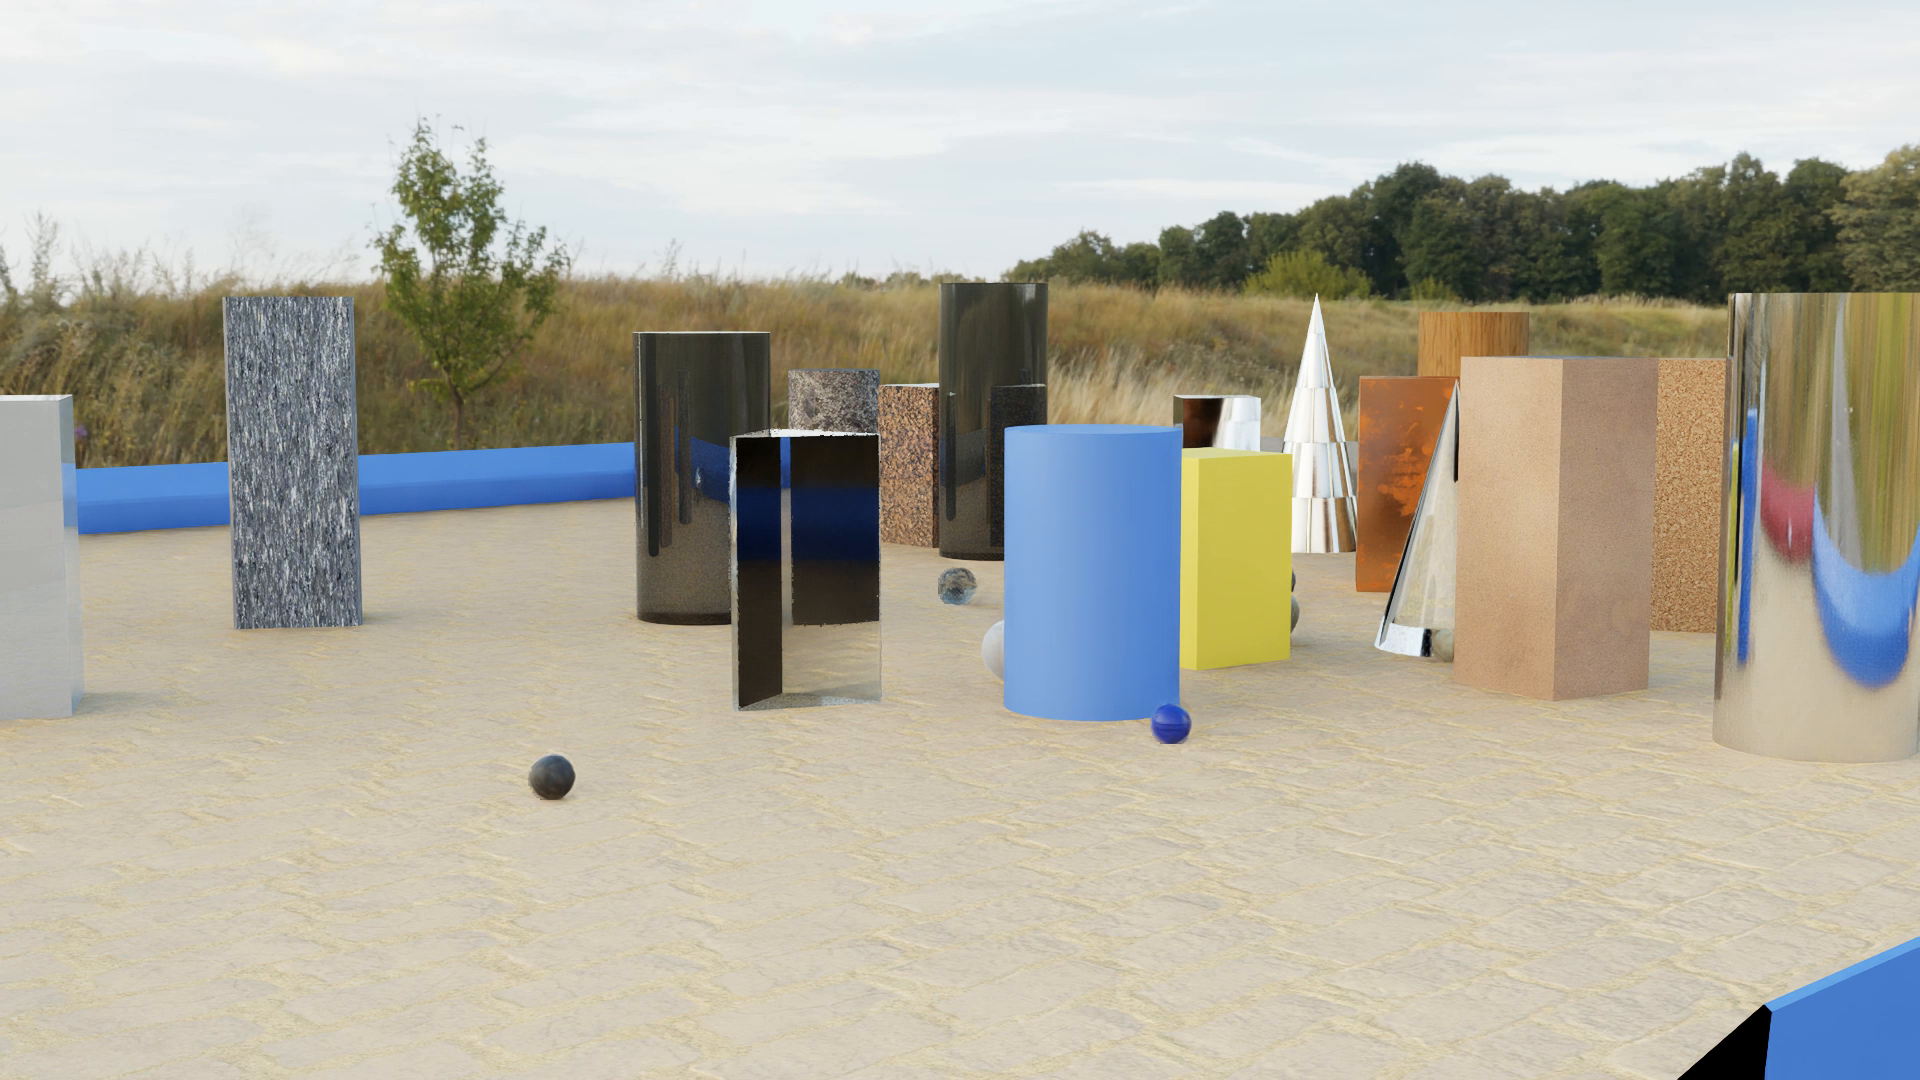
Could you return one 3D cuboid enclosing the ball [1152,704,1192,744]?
[{"bbox_3d":[0.218,0.189,2.269,0.041,0.041,0.041,0,6,0],"label":"ball"}]

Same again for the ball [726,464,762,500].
[{"bbox_3d":[-0.511,-0.139,5.213,0.083,0.083,0.083,0,6,0],"label":"ball"}]

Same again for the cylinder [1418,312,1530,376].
[{"bbox_3d":[0.940,-0.197,4.049,0.198,0.442,0.198,0,6,0],"label":"cylinder"}]

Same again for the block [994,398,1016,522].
[{"bbox_3d":[0.006,-0.174,4.701,0.159,0.259,0.159,-4,7,-36],"label":"block"}]

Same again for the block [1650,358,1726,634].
[{"bbox_3d":[1.060,-0.066,3.102,0.159,0.376,0.159,2,6,20],"label":"block"}]

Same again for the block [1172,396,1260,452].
[{"bbox_3d":[0.534,-0.167,4.600,0.159,0.266,0.159,0,6,-2],"label":"block"}]

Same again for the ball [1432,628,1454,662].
[{"bbox_3d":[0.622,0.134,2.799,0.042,0.042,0.042,0,6,0],"label":"ball"}]

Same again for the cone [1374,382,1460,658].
[{"bbox_3d":[0.652,-0.035,2.905,0.198,0.355,0.198,0,6,0],"label":"cone"}]

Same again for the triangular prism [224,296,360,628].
[{"bbox_3d":[-0.948,-0.115,3.153,0.172,0.464,0.149,-1,6,-10],"label":"triangular prism"}]

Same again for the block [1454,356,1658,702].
[{"bbox_3d":[0.703,-0.021,2.601,0.159,0.390,0.159,-4,7,-32],"label":"block"}]

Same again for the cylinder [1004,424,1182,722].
[{"bbox_3d":[0.149,0.031,2.474,0.198,0.313,0.198,0,6,0],"label":"cylinder"}]

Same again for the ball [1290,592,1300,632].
[{"bbox_3d":[0.420,0.098,2.972,0.077,0.077,0.077,0,6,0],"label":"ball"}]

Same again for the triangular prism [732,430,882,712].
[{"bbox_3d":[-0.195,0.029,2.536,0.172,0.306,0.149,-2,6,-19],"label":"triangular prism"}]

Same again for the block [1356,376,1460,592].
[{"bbox_3d":[0.721,-0.092,3.540,0.159,0.338,0.159,1,6,9],"label":"block"}]

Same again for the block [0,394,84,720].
[{"bbox_3d":[-1.076,0.016,2.455,0.159,0.348,0.159,-2,6,-17],"label":"block"}]

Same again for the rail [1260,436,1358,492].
[{"bbox_3d":[1.489,-0.109,4.699,0.045,0.129,3.937,-5,8,-42],"label":"rail"}]

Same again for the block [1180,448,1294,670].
[{"bbox_3d":[0.313,0.020,2.826,0.159,0.263,0.159,-4,7,-35],"label":"block"}]

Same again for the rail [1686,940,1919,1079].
[{"bbox_3d":[1.319,0.182,1.910,4.100,0.129,0.045,-5,8,-42],"label":"rail"}]

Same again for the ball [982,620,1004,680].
[{"bbox_3d":[0.065,0.132,2.642,0.077,0.077,0.077,0,6,0],"label":"ball"}]

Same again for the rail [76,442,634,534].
[{"bbox_3d":[-1.319,-0.115,4.754,4.100,0.129,0.045,-5,8,-42],"label":"rail"}]

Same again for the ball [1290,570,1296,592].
[{"bbox_3d":[0.462,0.060,3.307,0.083,0.083,0.083,0,6,0],"label":"ball"}]

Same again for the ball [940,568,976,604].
[{"bbox_3d":[-0.003,0.070,3.337,0.057,0.057,0.057,0,6,0],"label":"ball"}]

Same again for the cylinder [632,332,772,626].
[{"bbox_3d":[-0.373,-0.094,3.196,0.198,0.413,0.198,0,6,0],"label":"cylinder"}]

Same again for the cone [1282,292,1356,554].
[{"bbox_3d":[0.666,-0.224,4.127,0.198,0.478,0.198,0,6,0],"label":"cone"}]

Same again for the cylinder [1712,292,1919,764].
[{"bbox_3d":[0.880,-0.019,2.244,0.198,0.462,0.198,0,6,0],"label":"cylinder"}]

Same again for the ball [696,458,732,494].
[{"bbox_3d":[-0.594,-0.154,5.336,0.087,0.087,0.087,0,6,0],"label":"ball"}]

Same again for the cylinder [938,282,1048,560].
[{"bbox_3d":[0.060,-0.218,3.999,0.198,0.493,0.198,0,6,0],"label":"cylinder"}]

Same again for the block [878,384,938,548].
[{"bbox_3d":[-0.046,-0.146,4.230,0.159,0.302,0.159,-5,8,-42],"label":"block"}]

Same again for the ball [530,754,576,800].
[{"bbox_3d":[-0.372,0.217,2.009,0.041,0.041,0.041,0,6,0],"label":"ball"}]

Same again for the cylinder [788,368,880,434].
[{"bbox_3d":[-0.271,-0.208,4.750,0.198,0.318,0.198,0,6,0],"label":"cylinder"}]
